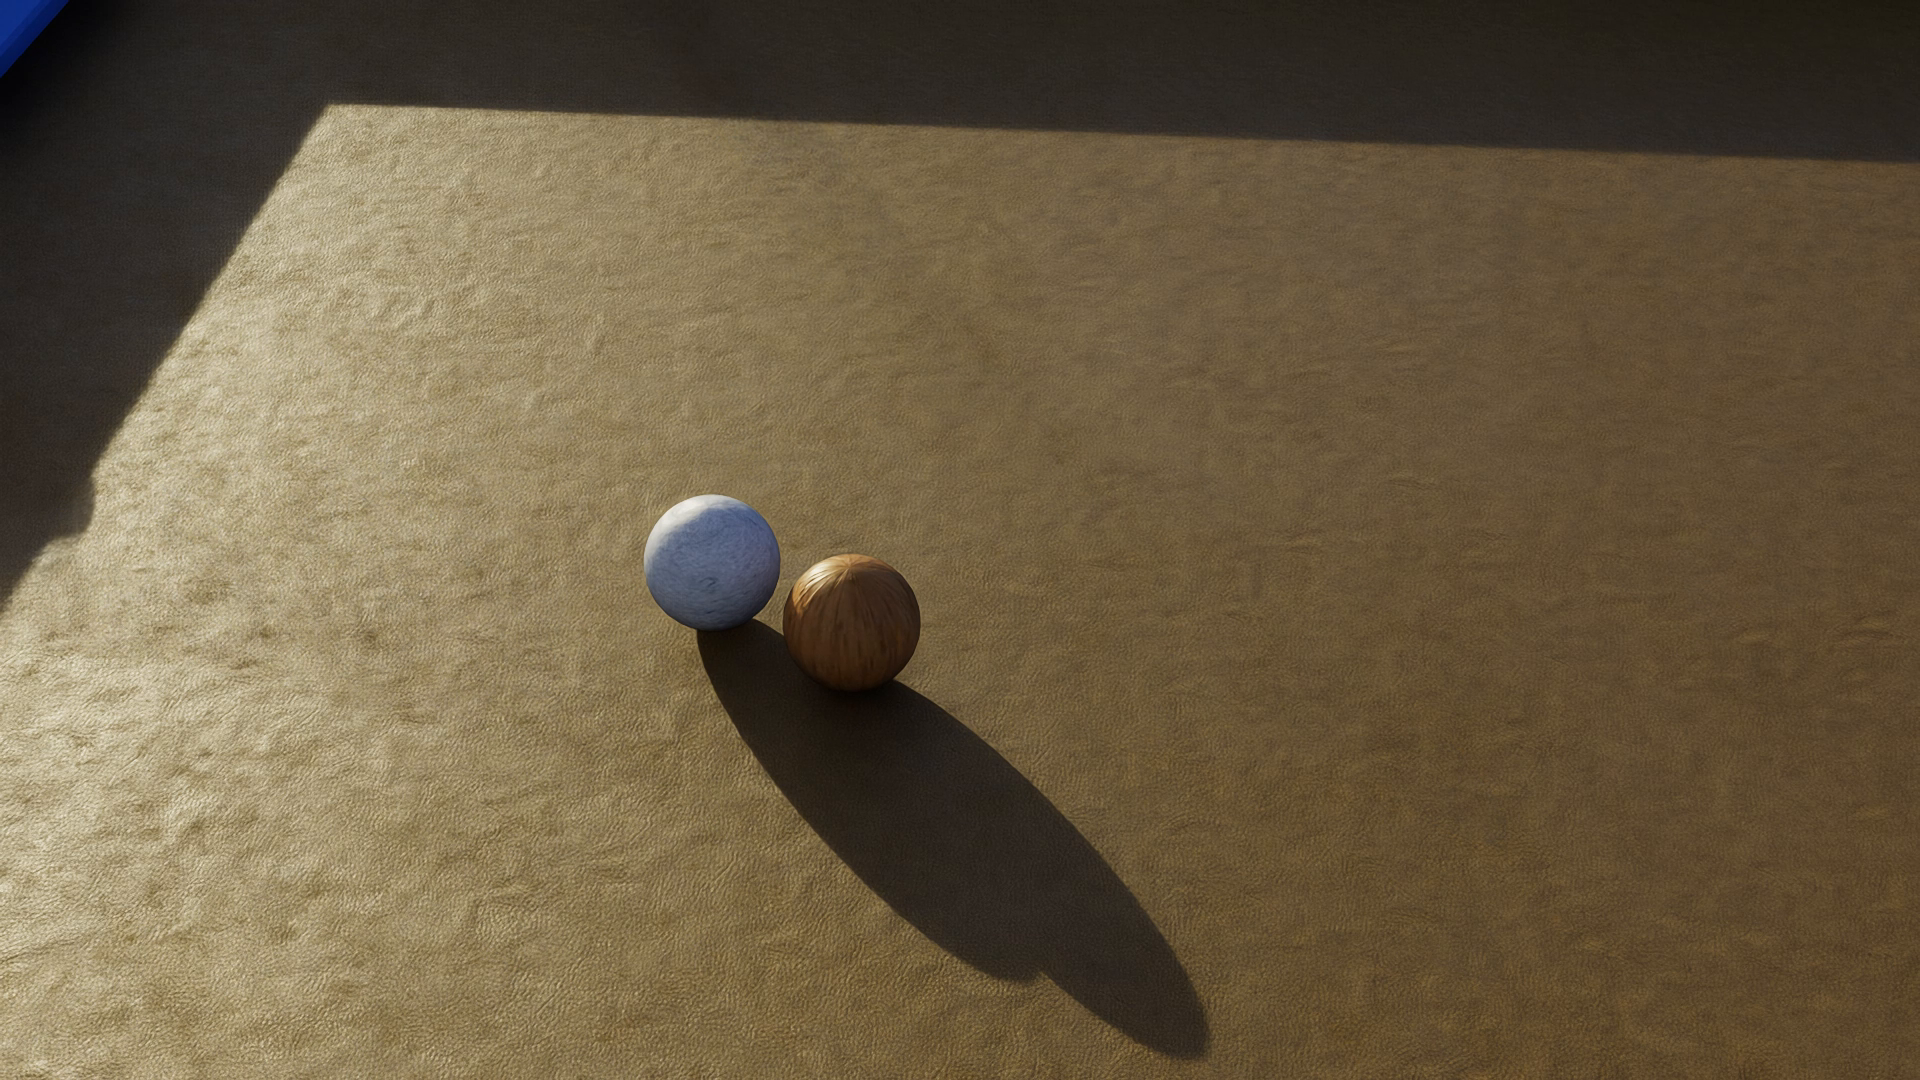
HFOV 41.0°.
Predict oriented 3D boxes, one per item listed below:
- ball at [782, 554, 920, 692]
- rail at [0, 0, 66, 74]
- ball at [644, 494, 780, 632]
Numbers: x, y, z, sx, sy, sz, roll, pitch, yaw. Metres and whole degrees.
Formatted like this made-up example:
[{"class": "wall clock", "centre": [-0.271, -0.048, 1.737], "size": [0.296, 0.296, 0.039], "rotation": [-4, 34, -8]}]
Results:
[{"class": "ball", "centre": [-0.069, 0.052, 1.624], "size": [0.088, 0.088, 0.088], "rotation": [0, 36, 0]}, {"class": "rail", "centre": [-0.924, -0.063, 1.754], "size": [0.045, 0.123, 2.258], "rotation": [3, 36, 4]}, {"class": "ball", "centre": [-0.162, 0.015, 1.675], "size": [0.089, 0.089, 0.089], "rotation": [0, 36, 0]}]
